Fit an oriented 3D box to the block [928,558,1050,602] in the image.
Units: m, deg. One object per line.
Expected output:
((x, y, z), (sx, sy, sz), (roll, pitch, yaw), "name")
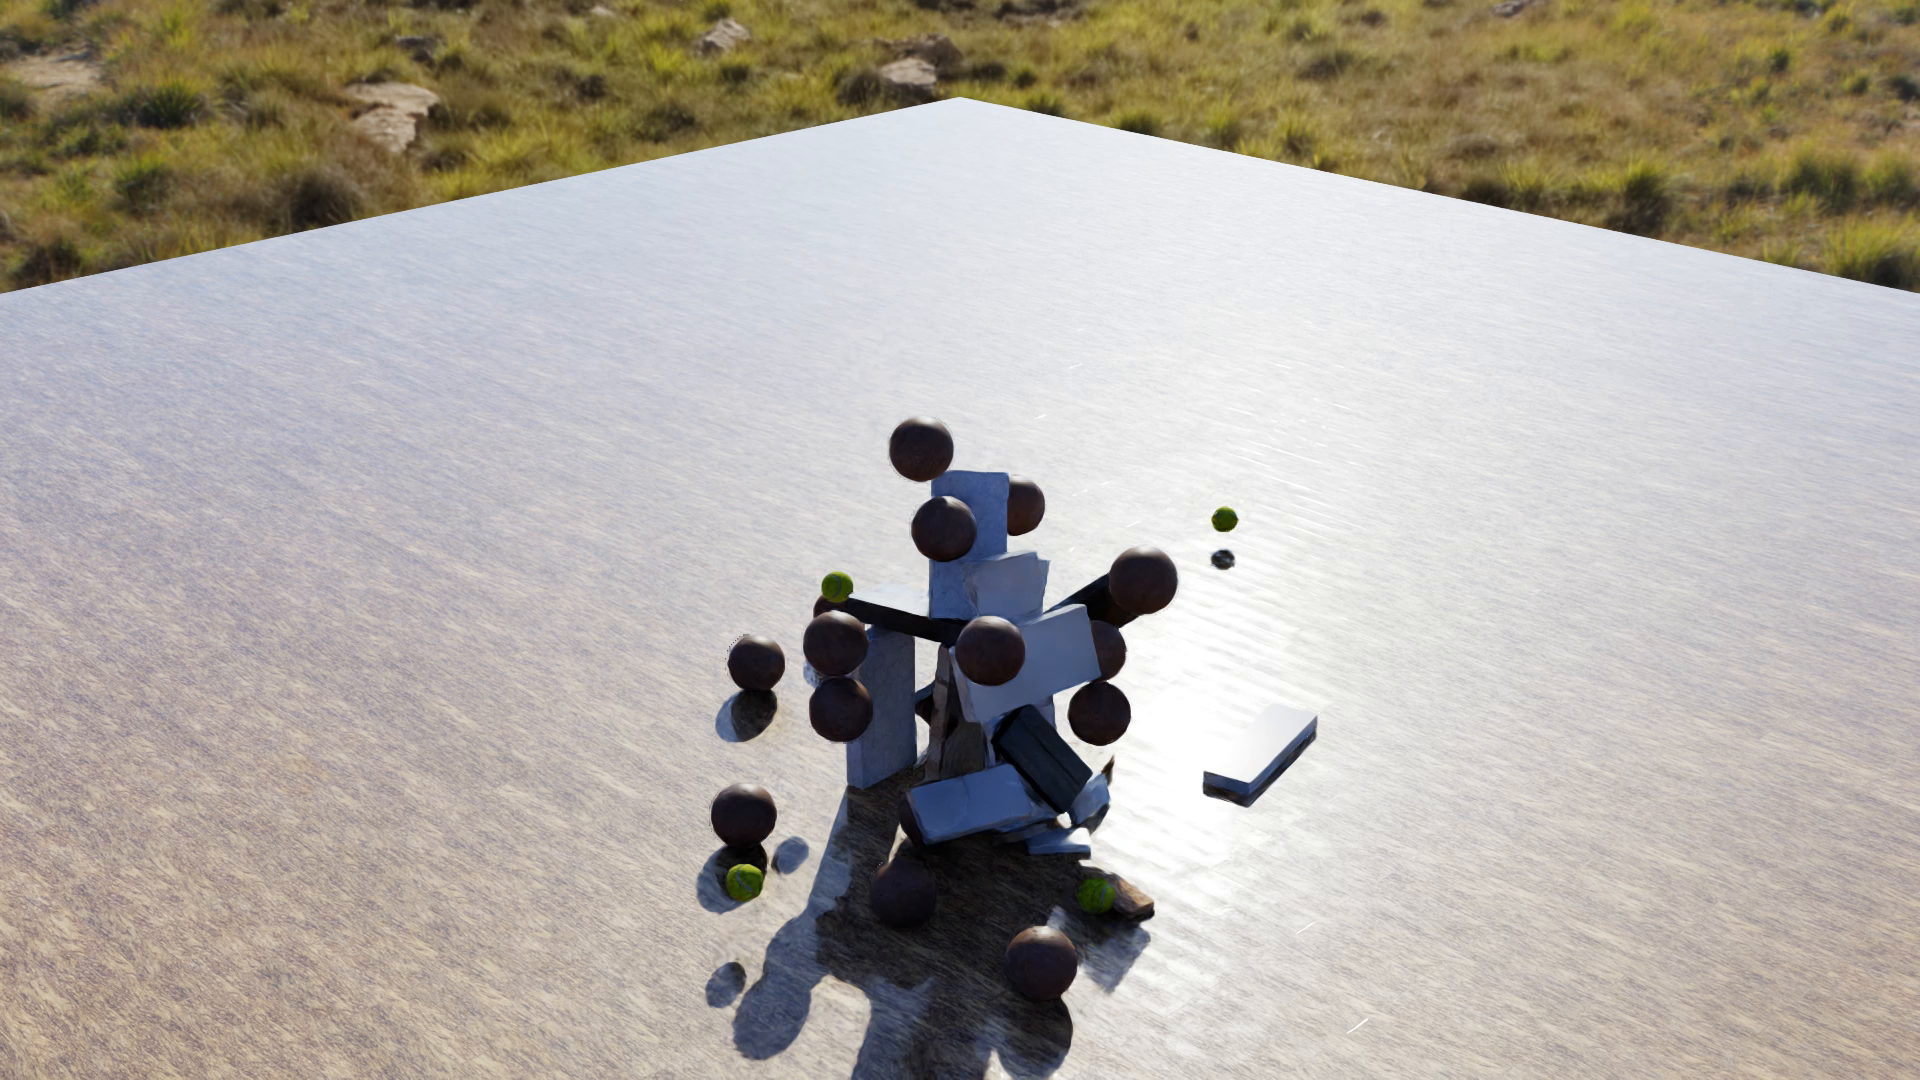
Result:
((0.058, 0.078, 4.494), (0.235, 0.117, 0.033), (10, 5, 0), "block")

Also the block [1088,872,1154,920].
((0.305, 0.672, 4.156), (0.062, 0.018, 0.124), (-15, 27, -31), "block")

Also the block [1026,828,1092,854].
((0.193, 0.594, 4.339), (0.124, 0.018, 0.062), (-2, 23, -5), "block")

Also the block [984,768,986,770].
((0.048, 0.518, 4.394), (0.016, 0.114, 0.057), (11, 25, 29), "block")

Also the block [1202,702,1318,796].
((0.642, 0.442, 4.681), (0.107, 0.030, 0.356), (13, 26, 29), "block")

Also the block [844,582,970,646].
((-0.053, 0.157, 4.485), (0.327, 0.046, 0.163), (13, 16, 29), "block")

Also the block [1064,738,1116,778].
((0.195, 0.455, 4.619), (0.235, 0.033, 0.117), (14, 27, 20), "block")

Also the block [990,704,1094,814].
((0.163, 0.429, 4.343), (0.107, 0.214, 0.030), (-52, 23, -24), "block")

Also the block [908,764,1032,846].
((0.019, 0.502, 4.185), (0.214, 0.030, 0.107), (-12, 60, -19), "block")

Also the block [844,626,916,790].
((-0.164, 0.336, 4.547), (0.046, 0.327, 0.163), (18, 28, 38), "block")

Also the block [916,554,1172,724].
((0.163, 0.227, 4.626), (0.608, 0.117, 0.033), (-33, 35, 22), "block")

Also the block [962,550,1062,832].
((0.108, 0.298, 4.356), (0.149, 0.540, 0.042), (-12, 11, -29), "block")

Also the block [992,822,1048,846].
((0.116, 0.576, 4.308), (0.057, 0.016, 0.114), (-17, -4, -34), "block")

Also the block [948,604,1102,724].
((0.129, 0.240, 4.308), (0.298, 0.149, 0.042), (-18, 11, -28), "block")

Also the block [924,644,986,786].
((0.021, 0.366, 4.448), (0.163, 0.327, 0.046), (-4, 18, -34), "block")

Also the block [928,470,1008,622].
((0.017, 0.013, 4.387), (0.149, 0.298, 0.042), (2, -9, -10), "block")

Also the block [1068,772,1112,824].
((0.258, 0.522, 4.448), (0.018, 0.062, 0.124), (-8, 13, 40), "block")
